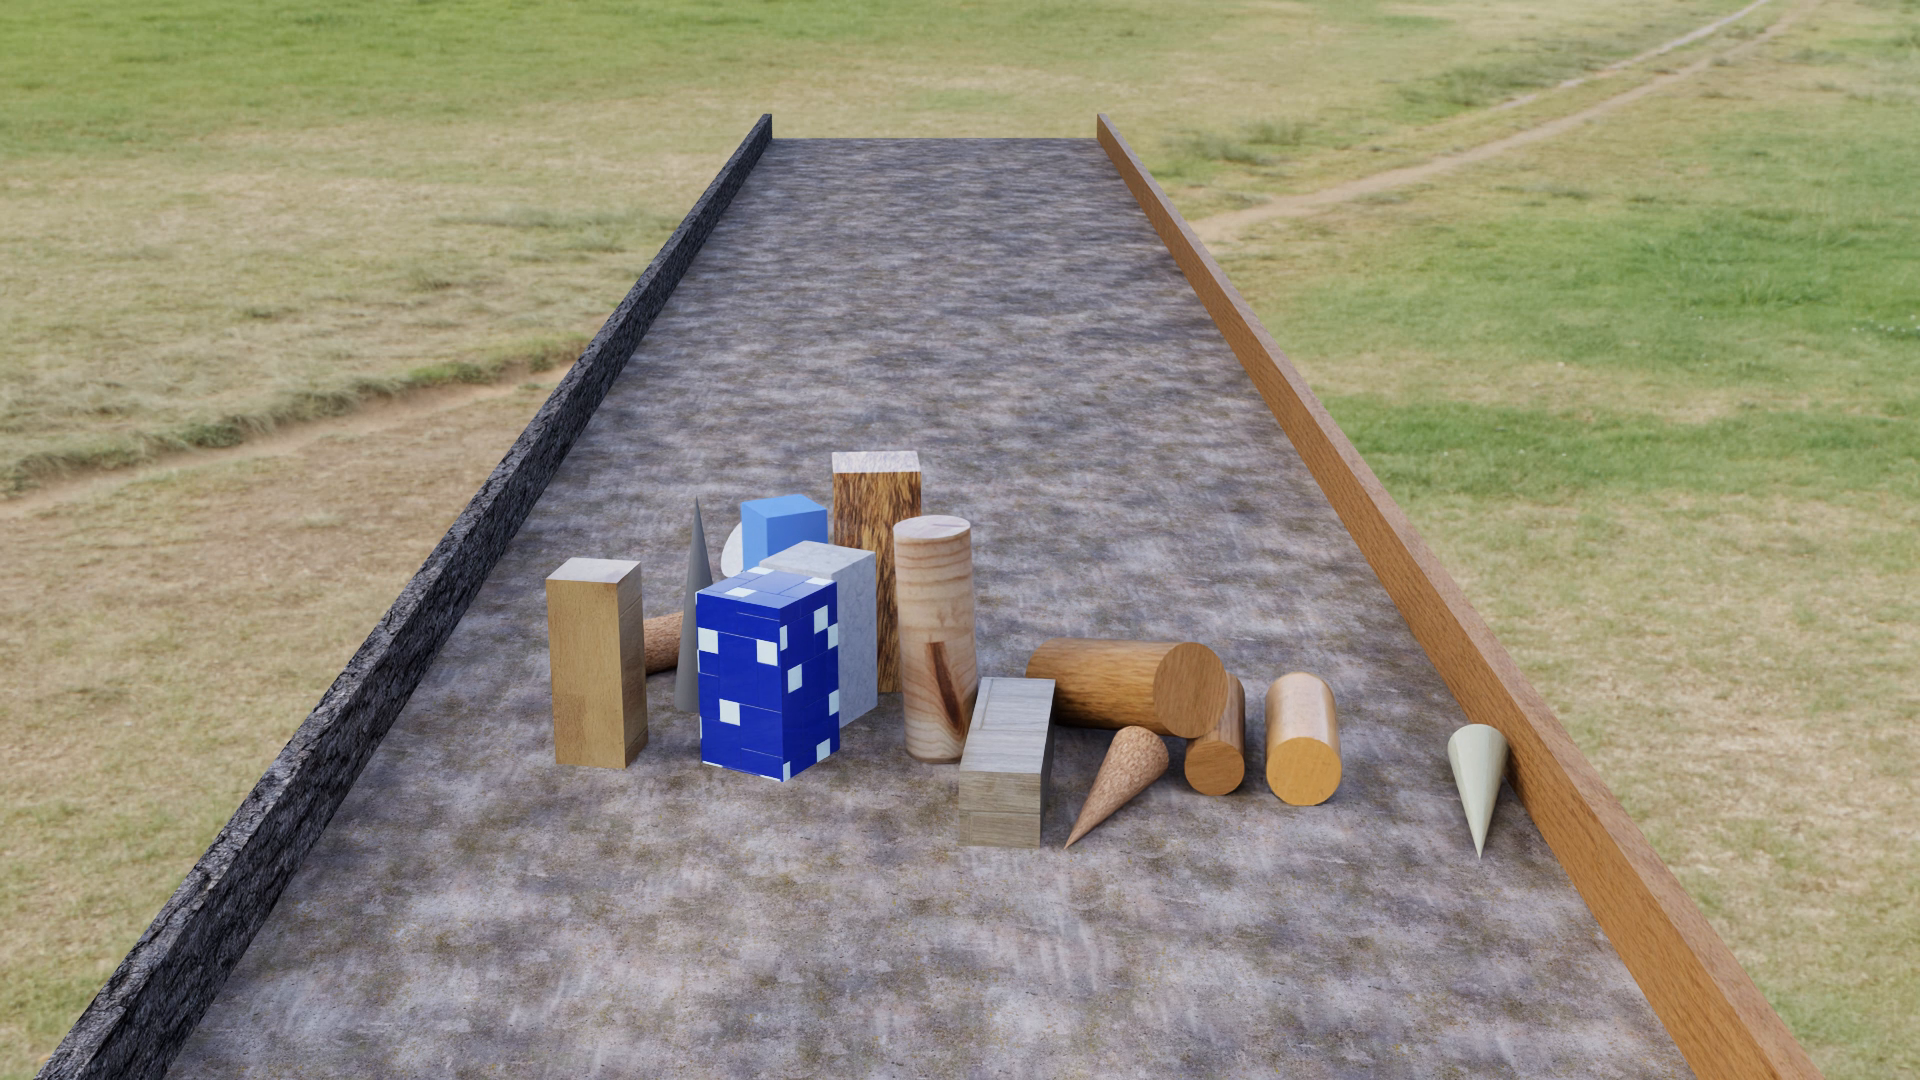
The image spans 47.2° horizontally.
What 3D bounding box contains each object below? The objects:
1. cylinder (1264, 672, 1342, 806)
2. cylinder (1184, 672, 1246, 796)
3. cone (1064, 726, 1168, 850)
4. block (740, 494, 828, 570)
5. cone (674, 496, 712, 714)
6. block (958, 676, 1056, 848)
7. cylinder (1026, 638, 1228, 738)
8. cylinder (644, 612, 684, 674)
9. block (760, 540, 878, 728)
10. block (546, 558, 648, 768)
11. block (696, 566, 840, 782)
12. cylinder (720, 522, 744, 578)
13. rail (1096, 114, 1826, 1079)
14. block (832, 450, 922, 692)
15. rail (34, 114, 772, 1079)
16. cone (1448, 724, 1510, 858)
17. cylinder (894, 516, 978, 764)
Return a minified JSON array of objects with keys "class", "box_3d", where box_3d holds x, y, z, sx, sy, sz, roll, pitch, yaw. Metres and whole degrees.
[{"class":"cylinder","box_3d":[0.598,0.344,3.851,0.125,0.125,0.322,2,17,7]},{"class":"cylinder","box_3d":[0.455,0.338,3.909,0.102,0.102,0.352,2,17,7]},{"class":"cone","box_3d":[0.239,0.435,3.673,0.106,0.106,0.326,8,28,26]},{"class":"block","box_3d":[-0.344,0.090,4.348,0.128,0.328,0.128,-9,19,-27]},{"class":"cone","box_3d":[-0.488,0.112,4.129,0.116,0.412,0.116,0,17,0]},{"class":"block","box_3d":[0.084,0.372,3.745,0.131,0.131,0.437,2,17,5]},{"class":"cylinder","box_3d":[0.290,0.259,3.909,0.164,0.164,0.382,-11,5,-32]},{"class":"cylinder","box_3d":[-0.568,0.199,4.373,0.436,0.105,0.105,-13,21,-37]},{"class":"block","box_3d":[-0.262,0.177,4.097,0.155,0.305,0.155,9,19,28]},{"class":"block","box_3d":[-0.640,0.217,3.894,0.129,0.344,0.129,3,17,10]},{"class":"block","box_3d":[-0.338,0.234,3.885,0.177,0.317,0.177,9,19,29]},{"class":"cylinder","box_3d":[-0.327,0.074,4.506,0.306,0.129,0.129,27,1,-32]},{"class":"rail","box_3d":[0.932,-0.844,7.801,0.050,0.150,12.000,0,17,-1]},{"class":"block","box_3d":[-0.161,0.061,4.253,0.164,0.437,0.164,-1,16,-4]},{"class":"rail","box_3d":[-1.118,-0.838,7.780,0.050,0.150,12.000,0,17,-1]},{"class":"cone","box_3d":[0.864,0.439,3.661,0.105,0.105,0.352,3,25,11]},{"class":"cylinder","box_3d":[-0.040,0.176,3.891,0.135,0.418,0.135,-2,17,1]}]
